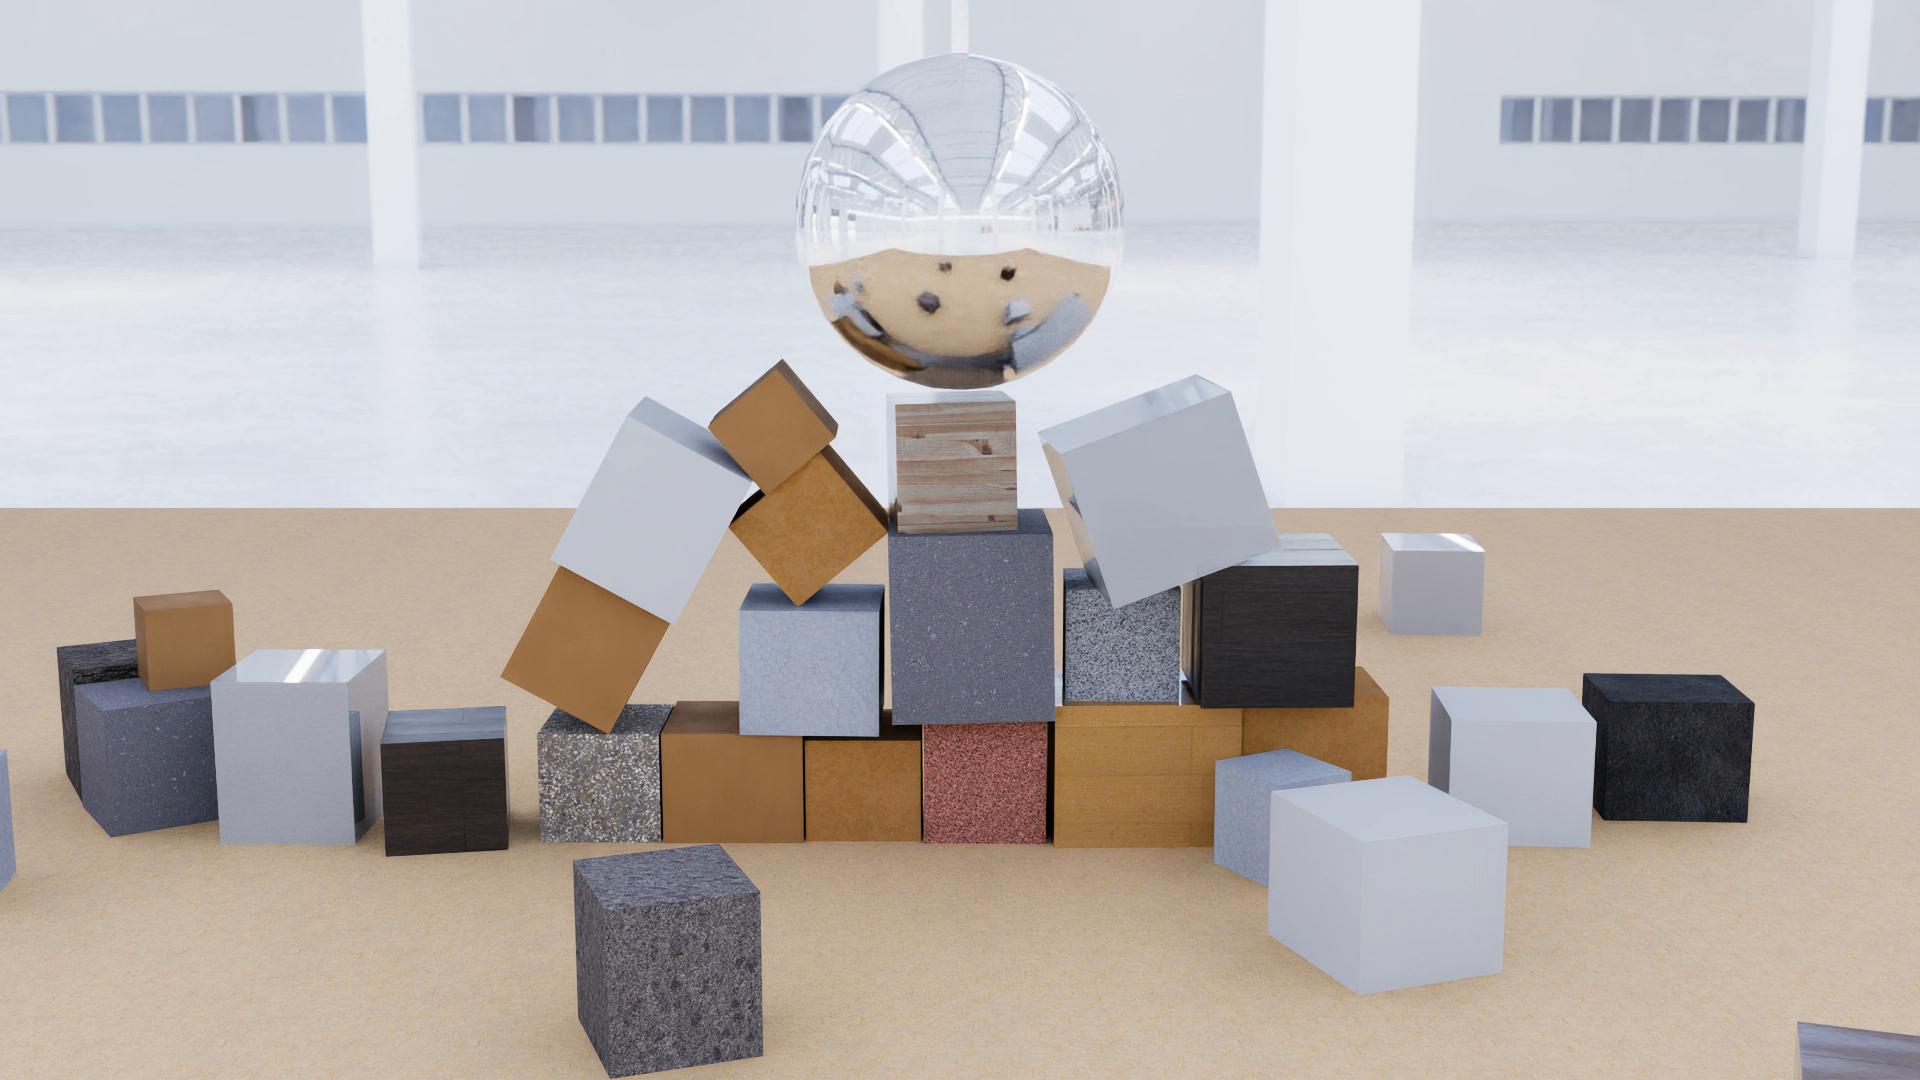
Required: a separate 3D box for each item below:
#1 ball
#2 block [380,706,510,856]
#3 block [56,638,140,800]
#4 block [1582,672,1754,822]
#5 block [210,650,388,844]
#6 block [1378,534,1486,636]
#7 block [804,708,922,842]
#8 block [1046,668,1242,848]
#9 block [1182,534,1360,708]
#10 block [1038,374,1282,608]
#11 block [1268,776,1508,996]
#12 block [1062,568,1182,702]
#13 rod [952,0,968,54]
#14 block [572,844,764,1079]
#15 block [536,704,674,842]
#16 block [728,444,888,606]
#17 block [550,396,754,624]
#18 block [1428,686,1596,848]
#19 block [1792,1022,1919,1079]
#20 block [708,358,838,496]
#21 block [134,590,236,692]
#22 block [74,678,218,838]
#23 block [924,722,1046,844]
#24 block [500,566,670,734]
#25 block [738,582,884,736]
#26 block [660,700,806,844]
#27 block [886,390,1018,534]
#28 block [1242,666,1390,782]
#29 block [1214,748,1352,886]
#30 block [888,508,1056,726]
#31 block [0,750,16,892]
[{"bbox_3d":[0.000,-1.521,10.577,1.600,1.600,1.600,0,10,0],"label":"ball"},{"bbox_3d":[-2.617,1.221,11.228,0.597,0.580,0.645,-2,10,-10],"label":"block"},{"bbox_3d":[-4.565,0.972,12.187,0.698,0.727,0.630,-6,12,-29],"label":"block"},{"bbox_3d":[3.750,1.100,11.725,0.736,0.641,0.620,1,10,3],"label":"block"},{"bbox_3d":[-3.389,1.059,11.383,0.684,0.843,0.712,0,10,1],"label":"block"},{"bbox_3d":[3.443,0.317,16.103,0.650,0.614,0.707,1,10,3],"label":"block"},{"bbox_3d":[-0.490,1.213,11.417,0.583,0.528,0.632,0,10,0],"label":"block"},{"bbox_3d":[0.929,1.115,11.374,0.931,0.737,0.778,0,10,-1],"label":"block"},{"bbox_3d":[1.549,0.396,11.113,0.754,0.716,0.789,0,11,-1],"label":"block"},{"bbox_3d":[0.962,-0.254,10.774,0.857,0.794,0.790,-20,12,-2],"label":"block"},{"bbox_3d":[1.848,1.481,9.570,0.706,0.663,0.775,-4,11,-21],"label":"block"},{"bbox_3d":[0.817,0.477,11.231,0.569,0.569,0.562,0,10,1],"label":"block"},{"bbox_3d":[0.000,-4.894,10.149,0.080,5.200,0.080,0,7,0],"label":"rod"},{"bbox_3d":[-1.156,1.642,8.665,0.600,0.669,0.627,-4,11,-20],"label":"block"},{"bbox_3d":[-1.817,1.200,11.380,0.610,0.567,0.598,0,10,0],"label":"block"},{"bbox_3d":[-0.760,-0.101,11.178,0.590,0.532,0.563,-39,9,5],"label":"block"},{"bbox_3d":[-1.524,-0.164,11.151,0.688,0.816,0.768,29,9,-6],"label":"block"},{"bbox_3d":[2.835,1.161,11.361,0.713,0.650,0.688,1,10,3],"label":"block"},{"bbox_3d":[2.914,1.976,6.751,0.668,0.696,0.686,3,11,18],"label":"block"},{"bbox_3d":[-0.929,-0.572,11.014,0.448,0.443,0.496,-39,9,6],"label":"block"},{"bbox_3d":[-4.133,0.531,11.725,0.441,0.430,0.409,-5,12,-28],"label":"block"},{"bbox_3d":[-4.222,1.110,11.602,0.681,0.665,0.635,-7,12,-33],"label":"block"},{"bbox_3d":[0.131,1.152,11.385,0.616,0.660,0.662,0,10,1],"label":"block"},{"bbox_3d":[-1.867,0.483,11.275,0.612,0.669,0.658,29,9,-5],"label":"block"},{"bbox_3d":[-0.748,0.603,11.281,0.696,0.636,0.703,1,10,0],"label":"block"},{"bbox_3d":[-1.145,1.194,11.401,0.709,0.571,0.662,0,10,0],"label":"block"},{"bbox_3d":[-0.048,-0.400,11.056,0.593,0.640,0.575,-2,9,-6],"label":"block"},{"bbox_3d":[1.766,1.104,11.371,0.741,0.760,0.671,0,10,-1],"label":"block"},{"bbox_3d":[1.564,1.350,10.690,0.445,0.518,0.485,-6,12,-30],"label":"block"},{"bbox_3d":[0.050,0.374,11.201,0.806,0.938,0.844,-1,9,-1],"label":"block"},{"bbox_3d":[-4.846,1.375,10.277,0.631,0.617,0.634,-2,10,-9],"label":"block"}]
